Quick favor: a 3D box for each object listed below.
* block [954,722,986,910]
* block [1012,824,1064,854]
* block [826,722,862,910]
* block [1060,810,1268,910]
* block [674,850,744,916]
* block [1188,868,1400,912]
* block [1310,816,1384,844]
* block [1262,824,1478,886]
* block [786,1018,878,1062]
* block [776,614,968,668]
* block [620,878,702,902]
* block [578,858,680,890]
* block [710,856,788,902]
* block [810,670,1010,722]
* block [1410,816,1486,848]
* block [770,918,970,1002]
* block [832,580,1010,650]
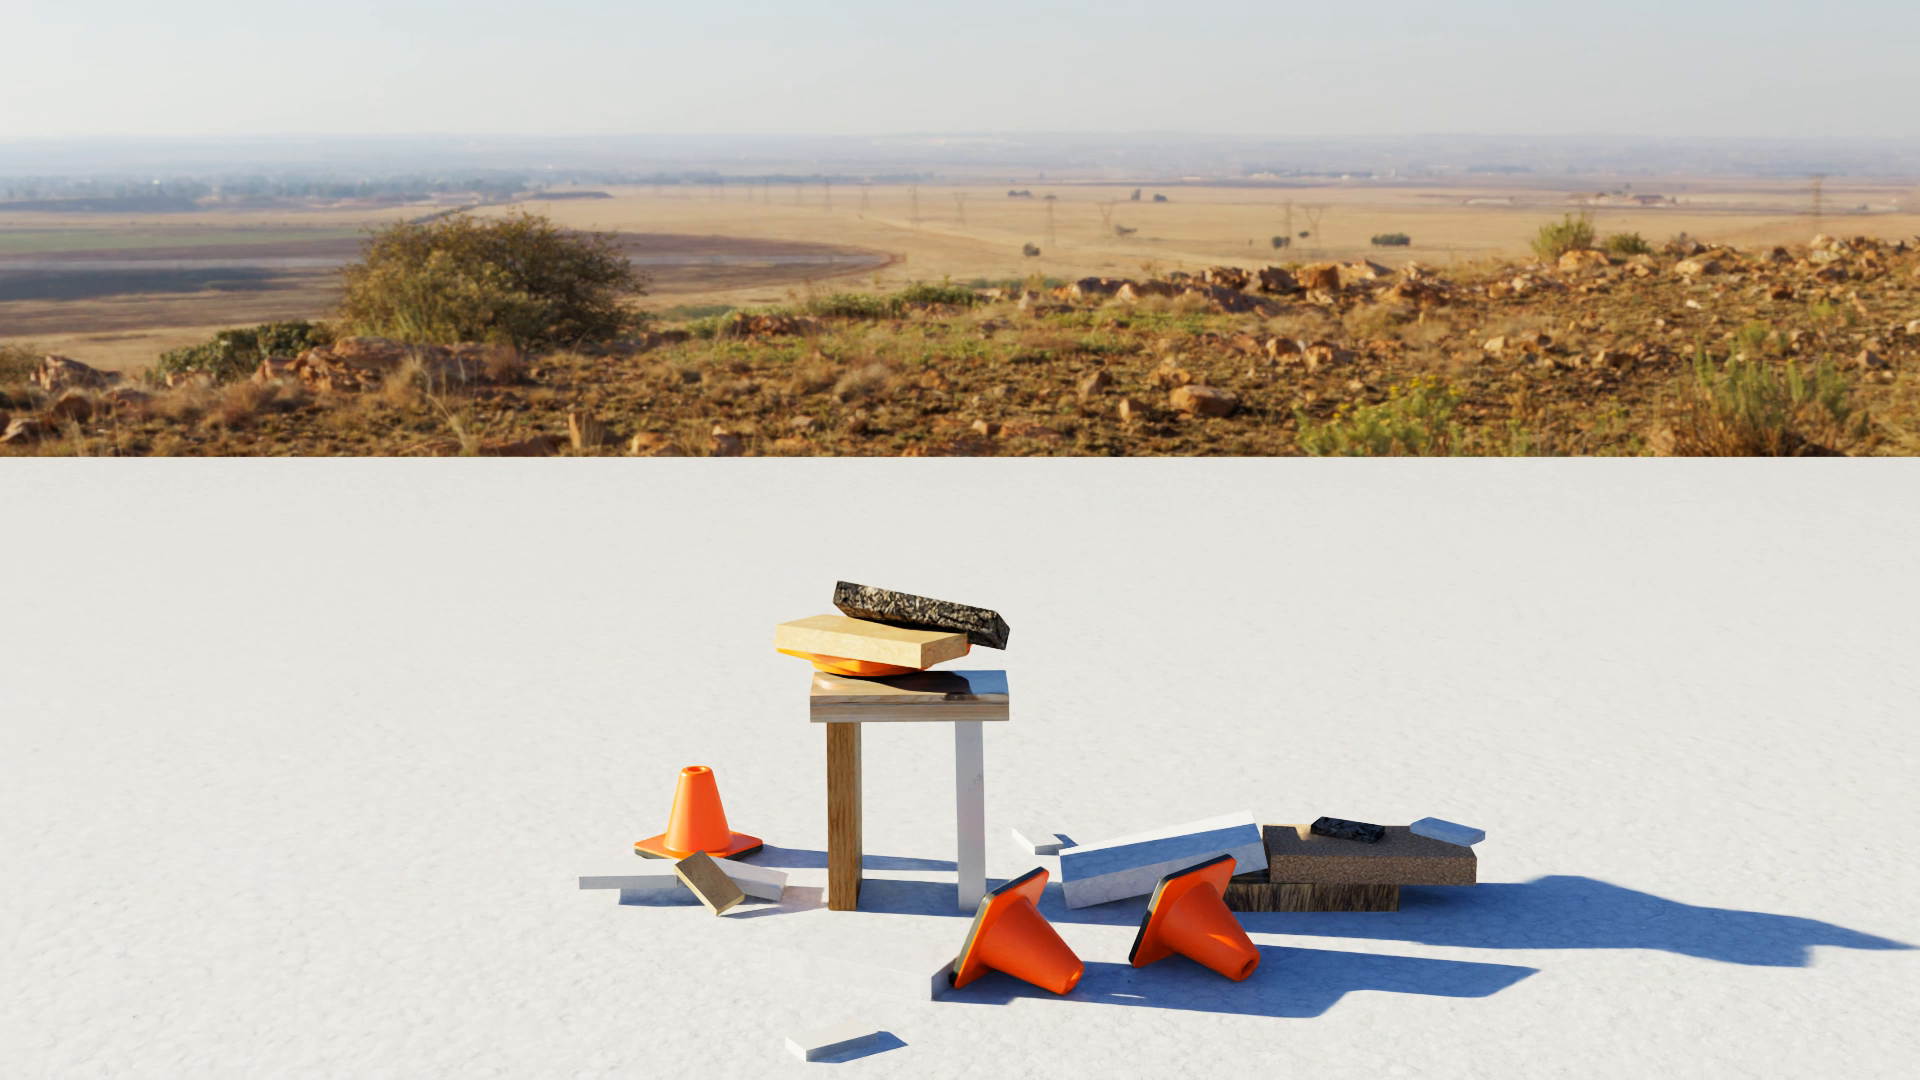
[{"bbox_3d":[0.017,0.433,3.638,0.045,0.320,0.160,-1,11,0],"label":"block"},{"bbox_3d":[0.139,0.535,3.924,0.055,0.016,0.111,-4,11,-19],"label":"block"},{"bbox_3d":[-0.190,0.433,3.638,0.045,0.320,0.160,0,11,1],"label":"block"},{"bbox_3d":[0.335,0.531,3.659,0.332,0.047,0.166,-12,10,3],"label":"block"},{"bbox_3d":[-0.411,0.560,3.601,0.057,0.016,0.114,-26,54,-35],"label":"block"},{"bbox_3d":[0.549,0.567,3.661,0.332,0.047,0.166,0,11,0],"label":"block"},{"bbox_3d":[0.648,0.485,3.678,0.111,0.016,0.055,6,12,28],"label":"block"},{"bbox_3d":[0.675,0.521,3.652,0.332,0.047,0.166,0,11,3],"label":"block"},{"bbox_3d":[-0.178,0.695,3.058,0.114,0.016,0.057,-7,12,-32],"label":"block"},{"bbox_3d":[-0.146,0.163,3.594,0.286,0.039,0.136,6,9,32],"label":"block"},{"bbox_3d":[-0.481,0.578,3.671,0.160,0.023,0.080,0,11,1],"label":"block"},{"bbox_3d":[-0.550,0.557,3.663,0.160,0.023,0.080,-1,11,-4],"label":"block"},{"bbox_3d":[-0.371,0.562,3.667,0.160,0.023,0.080,12,10,0],"label":"block"},{"bbox_3d":[-0.082,0.255,3.597,0.320,0.045,0.160,0,11,-1],"label":"block"},{"bbox_3d":[0.814,0.486,3.668,0.055,0.016,0.111,-10,15,-44],"label":"block"},{"bbox_3d":[-0.136,0.634,3.328,0.272,0.039,0.136,5,12,25],"label":"block"},{"bbox_3d":[-0.063,0.125,3.633,0.272,0.039,0.136,11,-12,13],"label":"block"}]
